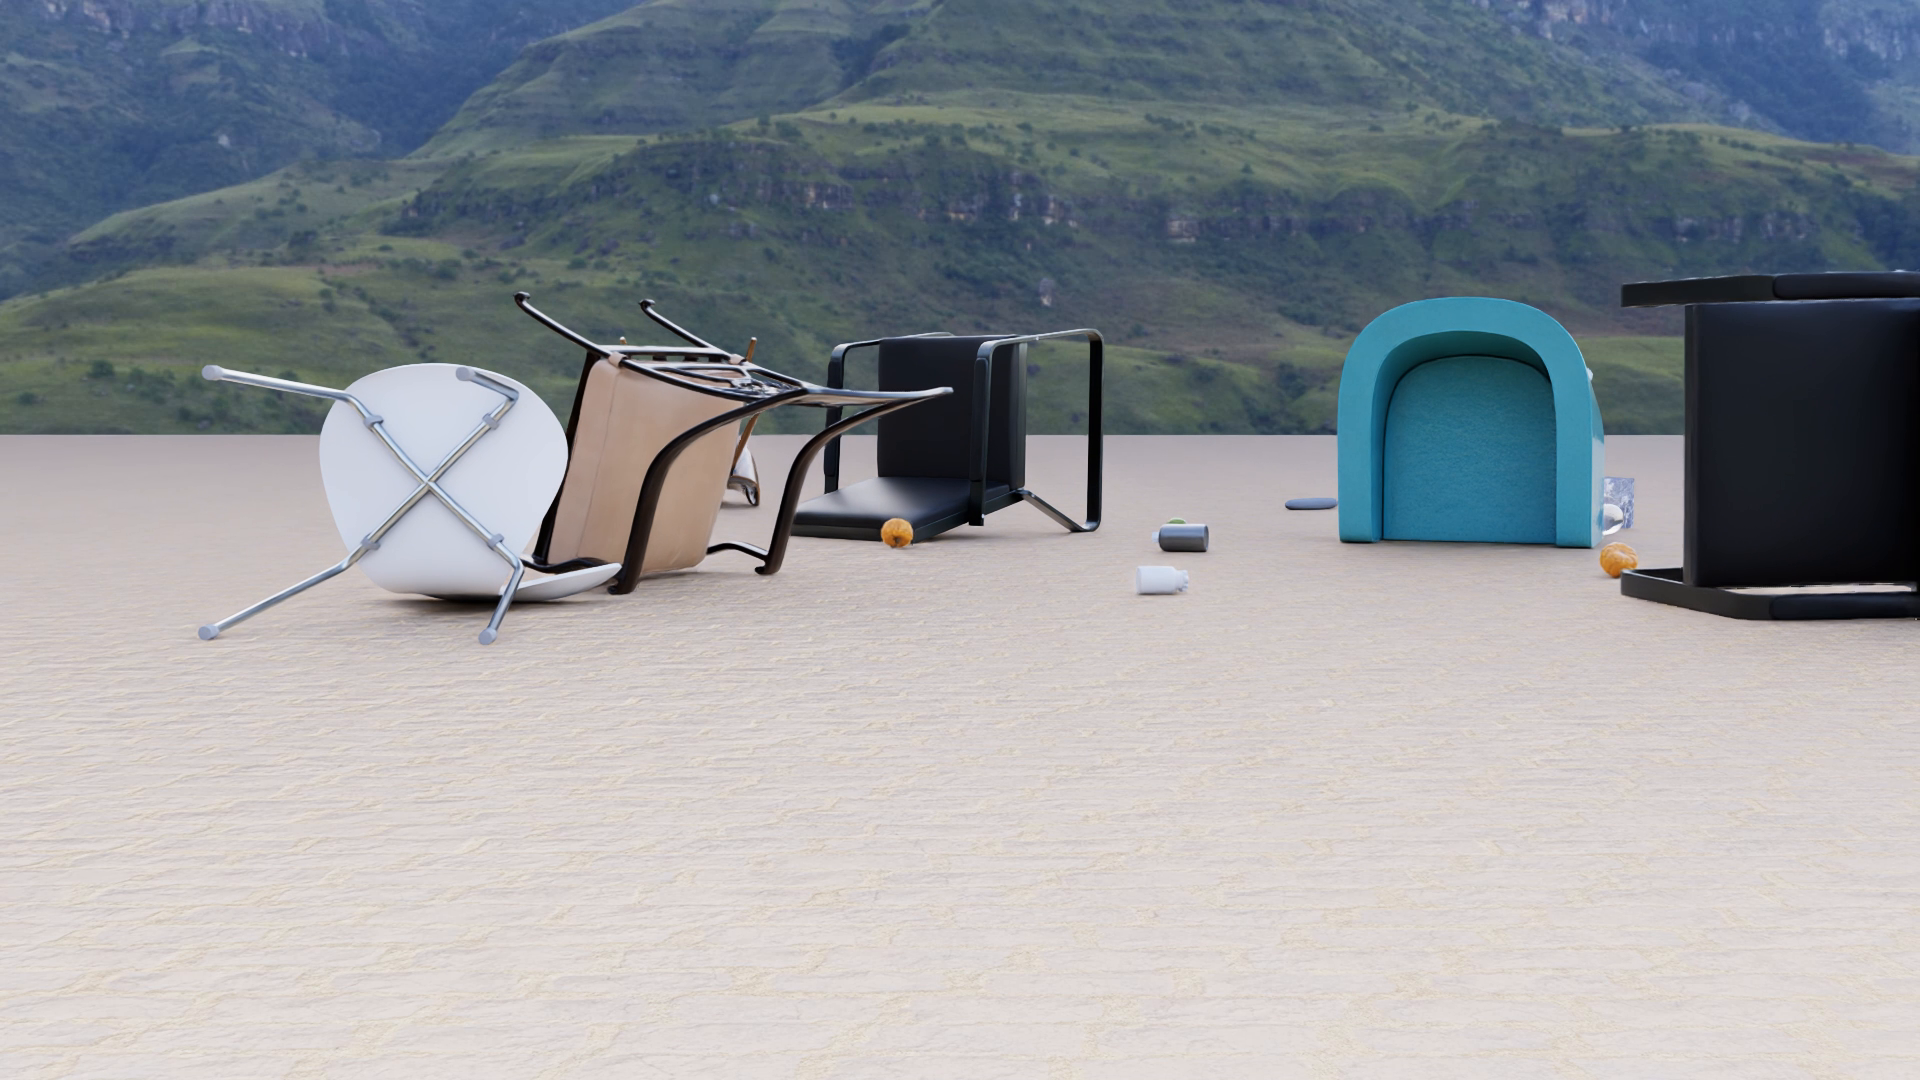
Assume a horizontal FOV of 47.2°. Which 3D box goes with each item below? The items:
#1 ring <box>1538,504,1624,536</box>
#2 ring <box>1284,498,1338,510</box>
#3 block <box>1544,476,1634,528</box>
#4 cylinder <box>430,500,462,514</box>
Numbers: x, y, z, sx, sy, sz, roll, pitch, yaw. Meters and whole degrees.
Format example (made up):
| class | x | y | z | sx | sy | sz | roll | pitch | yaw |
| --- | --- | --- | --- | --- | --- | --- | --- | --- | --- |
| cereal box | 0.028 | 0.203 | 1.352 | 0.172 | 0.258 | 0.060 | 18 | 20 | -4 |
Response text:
| class | x | y | z | sx | sy | sz | roll | pitch | yaw |
| --- | --- | --- | --- | --- | --- | --- | --- | --- | --- |
| ring | 1.920 | -0.063 | 6.797 | 0.286 | 0.093 | 0.118 | -2 | 3 | -13 |
| ring | 1.317 | -0.135 | 8.233 | 0.264 | 0.039 | 0.108 | -4 | 4 | -37 |
| block | 2.053 | -0.125 | 7.183 | 0.173 | 0.161 | 0.239 | -1 | 4 | -20 |
| cylinder | -1.853 | -0.115 | 7.916 | 0.091 | 0.042 | 0.098 | 3 | 11 | -31 |
